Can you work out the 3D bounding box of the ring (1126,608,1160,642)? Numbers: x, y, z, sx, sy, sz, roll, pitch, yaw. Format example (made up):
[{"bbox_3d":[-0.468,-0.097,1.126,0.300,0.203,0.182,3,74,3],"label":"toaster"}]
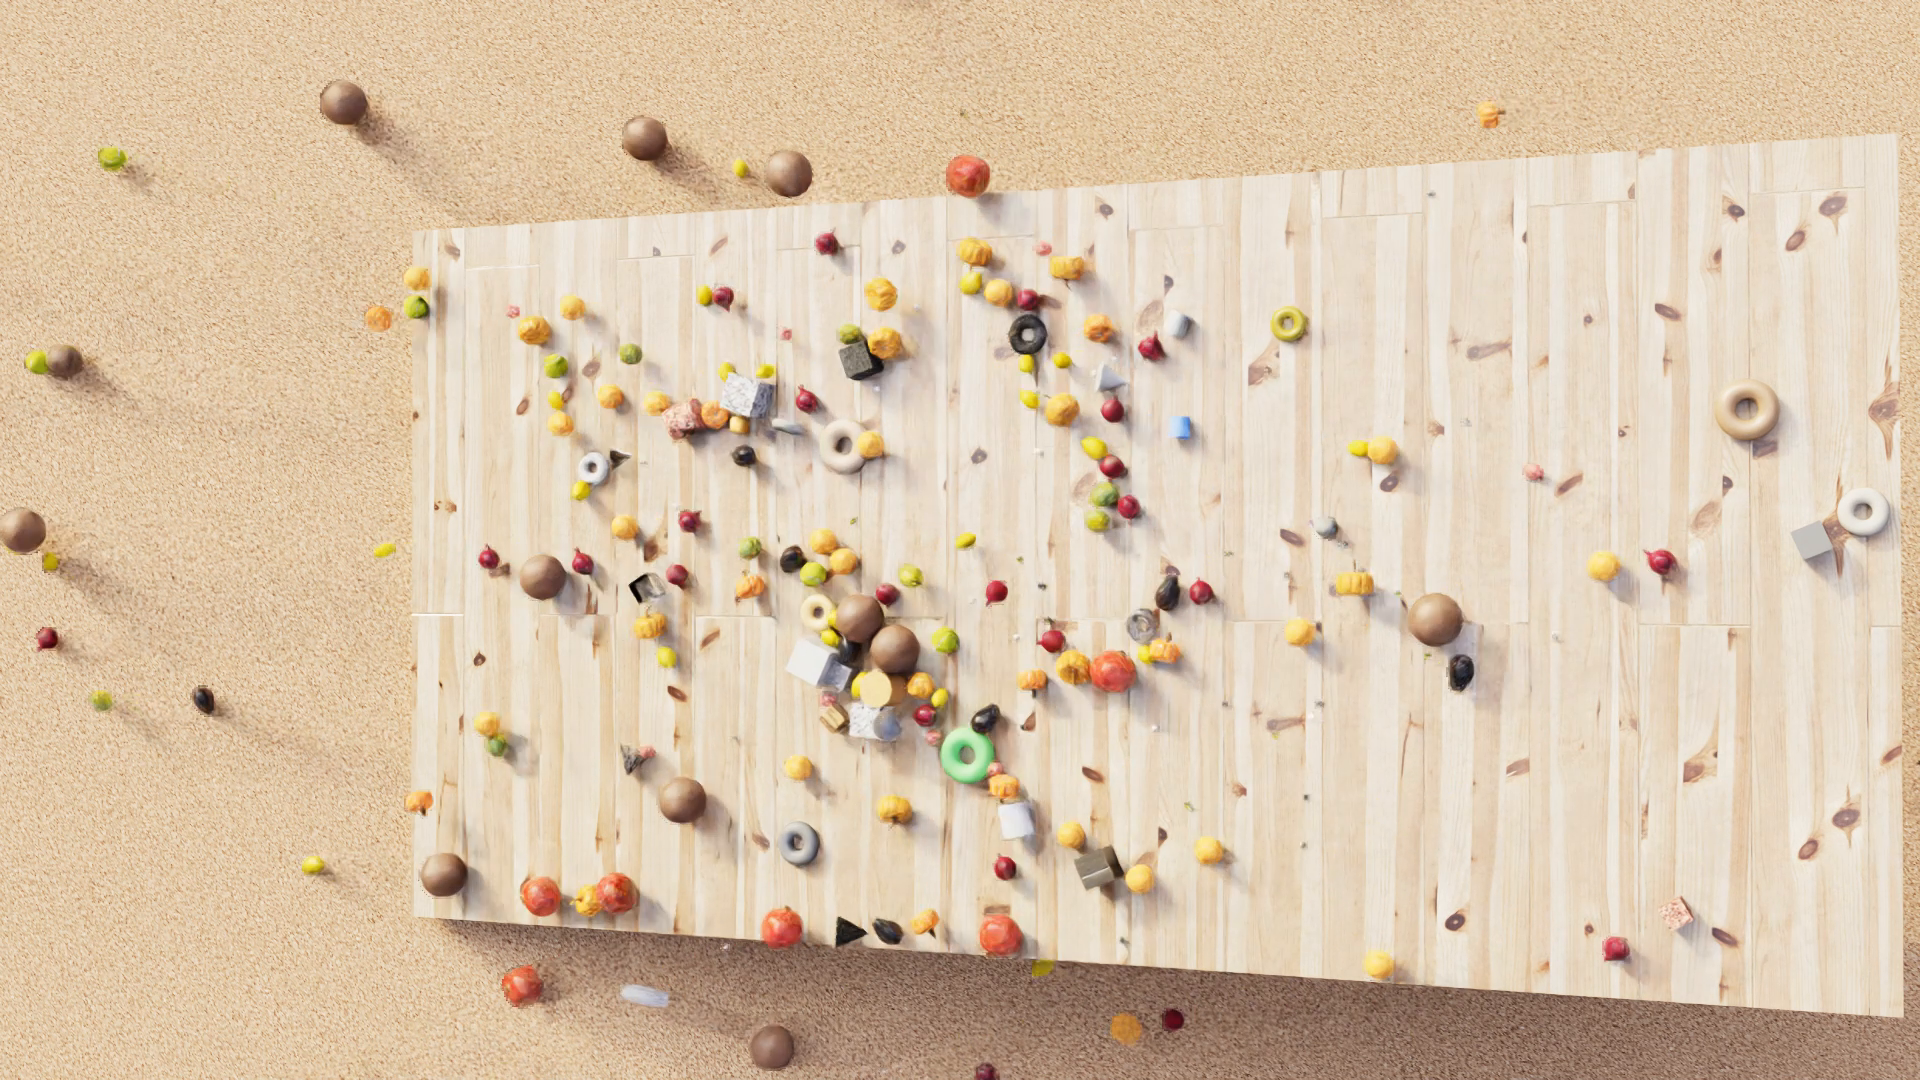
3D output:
[{"bbox_3d":[0.464,0.217,5.603,0.090,0.030,0.090,0,90,20],"label":"ring"}]

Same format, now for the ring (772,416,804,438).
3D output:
[{"bbox_3d":[-0.463,-0.305,5.936,0.092,0.092,0.031,24,72,0],"label":"ring"}]

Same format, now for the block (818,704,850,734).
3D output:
[{"bbox_3d":[-0.333,0.479,5.895,0.055,0.055,0.055,47,105,15],"label":"block"}]

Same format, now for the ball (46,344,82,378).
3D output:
[{"bbox_3d":[-2.635,-0.528,6.472,0.100,0.100,0.100,0,89,0],"label":"ball"}]

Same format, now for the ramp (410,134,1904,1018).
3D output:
[{"bbox_3d":[0.282,0.088,5.744,4.000,0.100,2.000,0,89,21],"label":"ramp"}]

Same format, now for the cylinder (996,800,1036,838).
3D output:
[{"bbox_3d":[0.145,0.722,5.687,0.085,0.085,0.085,-12,87,0],"label":"cylinder"}]

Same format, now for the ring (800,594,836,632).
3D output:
[{"bbox_3d":[-0.381,0.197,5.928,0.103,0.034,0.103,0,90,17],"label":"ring"}]

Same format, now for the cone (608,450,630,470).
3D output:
[{"bbox_3d":[-0.946,-0.233,6.156,0.063,0.063,0.063,-19,89,-19],"label":"cone"}]

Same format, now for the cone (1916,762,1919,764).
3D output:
[{"bbox_3d":[2.855,0.658,6.493,0.062,0.062,0.062,-9,89,27],"label":"cone"}]

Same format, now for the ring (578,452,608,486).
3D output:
[{"bbox_3d":[-1.030,-0.200,6.187,0.093,0.031,0.093,0,90,20],"label":"ring"}]

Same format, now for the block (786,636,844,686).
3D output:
[{"bbox_3d":[-0.388,0.324,5.895,0.097,0.097,0.097,27,99,19],"label":"block"}]

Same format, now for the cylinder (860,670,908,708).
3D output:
[{"bbox_3d":[-0.202,0.393,5.819,0.095,0.095,0.095,0,89,26],"label":"cylinder"}]

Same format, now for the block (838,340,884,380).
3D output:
[{"bbox_3d":[-0.264,-0.479,5.867,0.079,0.079,0.079,-21,82,20],"label":"block"}]

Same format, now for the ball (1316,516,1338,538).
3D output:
[{"bbox_3d":[0.905,-0.032,5.422,0.054,0.054,0.054,0,89,0],"label":"ball"}]

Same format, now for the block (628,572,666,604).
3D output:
[{"bbox_3d":[-0.867,0.135,6.101,0.064,0.064,0.064,-34,78,18],"label":"block"}]

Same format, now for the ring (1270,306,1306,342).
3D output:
[{"bbox_3d":[0.818,-0.538,5.475,0.091,0.030,0.091,0,90,20],"label":"ring"}]

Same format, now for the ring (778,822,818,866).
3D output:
[{"bbox_3d":[-0.436,0.820,5.938,0.120,0.040,0.120,-1,88,23],"label":"ring"}]

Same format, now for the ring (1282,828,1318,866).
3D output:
[{"bbox_3d":[0.846,0.762,5.458,0.091,0.030,0.091,0,81,-3],"label":"ring"}]

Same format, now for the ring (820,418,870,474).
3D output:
[{"bbox_3d":[-0.308,-0.253,5.898,0.148,0.049,0.148,0,91,21],"label":"ring"}]

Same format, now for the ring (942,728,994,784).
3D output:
[{"bbox_3d":[0.020,0.564,5.760,0.149,0.050,0.149,0,90,21],"label":"ring"}]

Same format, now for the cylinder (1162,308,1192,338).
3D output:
[{"bbox_3d":[0.549,-0.548,5.563,0.057,0.057,0.057,26,98,0],"label":"cylinder"}]

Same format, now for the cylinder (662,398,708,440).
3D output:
[{"bbox_3d":[-0.755,-0.333,6.049,0.091,0.091,0.091,-21,89,20],"label":"cylinder"}]

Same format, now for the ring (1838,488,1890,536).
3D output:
[{"bbox_3d":[2.050,-0.064,4.987,0.112,0.037,0.112,-1,89,22],"label":"ring"}]

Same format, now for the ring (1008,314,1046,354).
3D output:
[{"bbox_3d":[0.176,-0.534,5.722,0.105,0.035,0.105,0,89,20],"label":"ring"}]

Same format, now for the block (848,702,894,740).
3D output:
[{"bbox_3d":[-0.236,0.479,5.842,0.084,0.084,0.084,6,92,21],"label":"block"}]

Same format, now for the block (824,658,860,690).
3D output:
[{"bbox_3d":[-0.314,0.359,5.887,0.059,0.059,0.059,28,99,19],"label":"block"}]

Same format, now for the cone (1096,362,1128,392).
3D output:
[{"bbox_3d":[0.396,-0.411,5.633,0.082,0.082,0.082,11,89,-6],"label":"cone"}]

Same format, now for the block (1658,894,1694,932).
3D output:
[{"bbox_3d":[1.665,0.868,5.114,0.057,0.057,0.057,-33,78,18],"label":"block"}]

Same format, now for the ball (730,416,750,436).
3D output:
[{"bbox_3d":[-0.604,-0.314,6.010,0.055,0.055,0.055,0,89,0],"label":"ball"}]

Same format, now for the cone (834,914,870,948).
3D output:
[{"bbox_3d":[-0.287,1.049,5.877,0.091,0.091,0.091,4,89,-5],"label":"cone"}]

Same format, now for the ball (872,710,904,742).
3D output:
[{"bbox_3d":[-0.188,0.487,5.755,0.081,0.081,0.081,0,89,0],"label":"ball"}]

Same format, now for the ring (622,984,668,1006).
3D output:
[{"bbox_3d":[-0.921,1.331,6.427,0.142,0.142,0.047,12,74,0],"label":"ring"}]

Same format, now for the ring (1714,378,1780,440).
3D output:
[{"bbox_3d":[1.817,-0.301,5.075,0.144,0.048,0.144,0,90,21],"label":"ring"}]

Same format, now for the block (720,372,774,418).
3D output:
[{"bbox_3d":[-0.579,-0.393,5.979,0.096,0.096,0.096,20,96,20],"label":"block"}]

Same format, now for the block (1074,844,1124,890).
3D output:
[{"bbox_3d":[0.354,0.836,5.608,0.084,0.084,0.084,-26,80,19],"label":"block"}]

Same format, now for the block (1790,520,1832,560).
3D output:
[{"bbox_3d":[1.941,0.001,5.011,0.070,0.070,0.070,-25,80,19],"label":"block"}]

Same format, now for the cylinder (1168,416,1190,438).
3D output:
[{"bbox_3d":[0.555,-0.286,5.560,0.053,0.053,0.053,5,90,0],"label":"cylinder"}]
